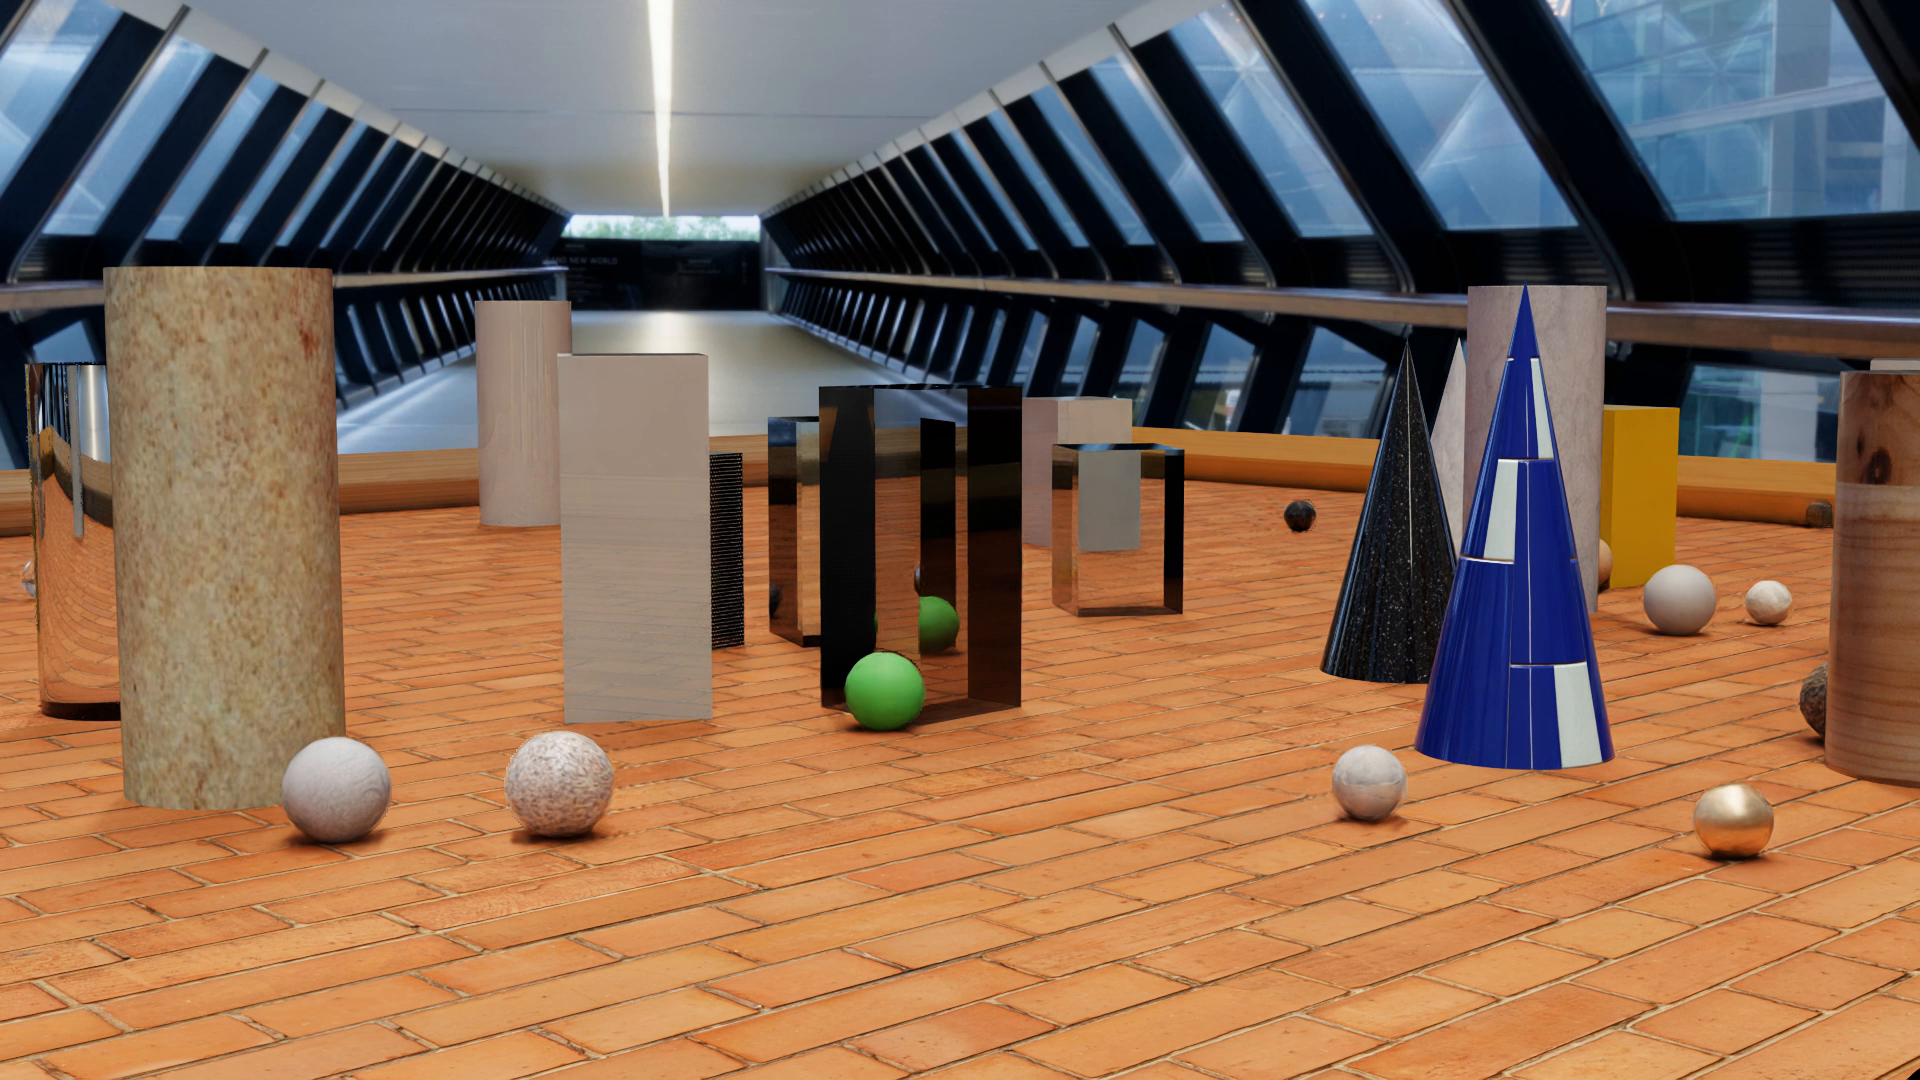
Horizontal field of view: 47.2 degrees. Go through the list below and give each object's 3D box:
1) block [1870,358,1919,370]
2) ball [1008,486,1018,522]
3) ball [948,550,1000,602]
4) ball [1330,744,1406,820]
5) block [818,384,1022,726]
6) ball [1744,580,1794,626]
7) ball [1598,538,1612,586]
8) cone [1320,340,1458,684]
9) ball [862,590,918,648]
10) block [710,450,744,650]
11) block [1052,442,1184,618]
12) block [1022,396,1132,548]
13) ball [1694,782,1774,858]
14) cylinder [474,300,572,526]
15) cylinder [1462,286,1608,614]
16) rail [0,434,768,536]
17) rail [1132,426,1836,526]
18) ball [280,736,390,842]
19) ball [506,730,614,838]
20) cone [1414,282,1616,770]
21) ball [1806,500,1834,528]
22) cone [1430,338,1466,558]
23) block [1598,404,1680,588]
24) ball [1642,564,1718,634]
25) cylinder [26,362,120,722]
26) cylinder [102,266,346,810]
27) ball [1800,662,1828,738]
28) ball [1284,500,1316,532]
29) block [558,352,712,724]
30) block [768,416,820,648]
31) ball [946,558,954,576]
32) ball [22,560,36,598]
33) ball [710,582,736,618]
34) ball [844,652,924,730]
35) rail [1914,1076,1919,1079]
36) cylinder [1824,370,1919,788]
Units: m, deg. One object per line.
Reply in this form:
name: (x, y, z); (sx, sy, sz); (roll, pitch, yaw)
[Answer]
block: (1.186, -0.025, 2.671); (0.160, 0.386, 0.160); (3, 6, 24)
ball: (0.150, -0.074, 4.525); (0.100, 0.100, 0.100); (0, 6, 0)
ball: (0.022, 0.055, 3.376); (0.081, 0.081, 0.081); (0, 6, 0)
ball: (0.359, 0.213, 1.932); (0.065, 0.065, 0.065); (0, 6, 0)
block: (-0.044, 0.009, 2.462); (0.160, 0.361, 0.160); (6, 8, 44)
ball: (1.149, 0.089, 3.123); (0.065, 0.065, 0.065); (0, 6, 0)
ball: (0.999, 0.034, 3.524); (0.091, 0.091, 0.091); (0, 6, 0)
cone: (0.548, -0.043, 2.714); (0.200, 0.412, 0.200); (0, 6, 0)
ball: (-0.093, 0.105, 2.913); (0.076, 0.076, 0.076); (0, 6, 0)
block: (-0.401, 0.014, 2.919); (0.160, 0.258, 0.160); (5, 8, 39)
block: (0.234, -0.018, 3.288); (0.160, 0.244, 0.160); (-1, 6, -11)
block: (0.219, -0.132, 4.213); (0.160, 0.278, 0.160); (-3, 7, -26)
ball: (0.632, 0.229, 1.795); (0.062, 0.062, 0.062); (0, 6, 0)
cylinder: (-0.916, -0.270, 4.636); (0.200, 0.466, 0.200); (0, 6, 0)
cylinder: (0.855, -0.136, 3.282); (0.200, 0.481, 0.200); (0, 6, 0)
rail: (-1.367, -0.120, 4.805); (4.327, 0.130, 0.045); (-5, 8, -42)
rail: (1.573, -0.116, 4.775); (0.045, 0.130, 4.079); (-5, 8, -42)
ball: (-0.525, 0.210, 1.849); (0.088, 0.088, 0.088); (0, 6, 0)
ball: (-0.339, 0.207, 1.865); (0.090, 0.090, 0.090); (0, 6, 0)
cone: (0.564, -0.023, 2.216); (0.200, 0.476, 0.200); (0, 6, 0)
ball: (1.767, -0.053, 4.518); (0.058, 0.058, 0.058); (0, 6, 0)
cone: (0.904, -0.170, 4.005); (0.200, 0.398, 0.200); (0, 6, 0)
block: (1.067, -0.076, 3.636); (0.160, 0.287, 0.160); (-4, 7, -34)
ball: (0.993, 0.082, 3.034); (0.097, 0.097, 0.097); (0, 6, 0)
cylinder: (-0.935, -0.005, 2.474); (0.200, 0.387, 0.200); (0, 6, 0)
cylinder: (-0.679, -0.009, 2.042); (0.200, 0.483, 0.200); (0, 6, 0)
ball: (0.915, 0.166, 2.275); (0.087, 0.087, 0.087); (0, 6, 0)
ball: (0.688, -0.049, 4.451); (0.065, 0.065, 0.065); (0, 6, 0)
block: (-0.364, -0.008, 2.455); (0.160, 0.397, 0.160); (-1, 6, -10)
block: (-0.162, -0.016, 3.005); (0.160, 0.299, 0.160); (-2, 6, -21)
ball: (0.001, 0.050, 3.576); (0.048, 0.048, 0.048); (0, 6, 0)
ball: (-1.409, 0.059, 3.390); (0.069, 0.069, 0.069); (0, 6, 0)
ball: (-0.351, 0.088, 3.192); (0.054, 0.054, 0.054); (0, 6, 0)
ball: (-0.081, 0.161, 2.342); (0.084, 0.084, 0.084); (0, 6, 0)
rail: (1.367, 0.187, 1.858); (4.327, 0.130, 0.045); (-5, 8, -42)
cylinder: (0.948, 0.032, 2.121); (0.200, 0.386, 0.200); (0, 6, 0)
